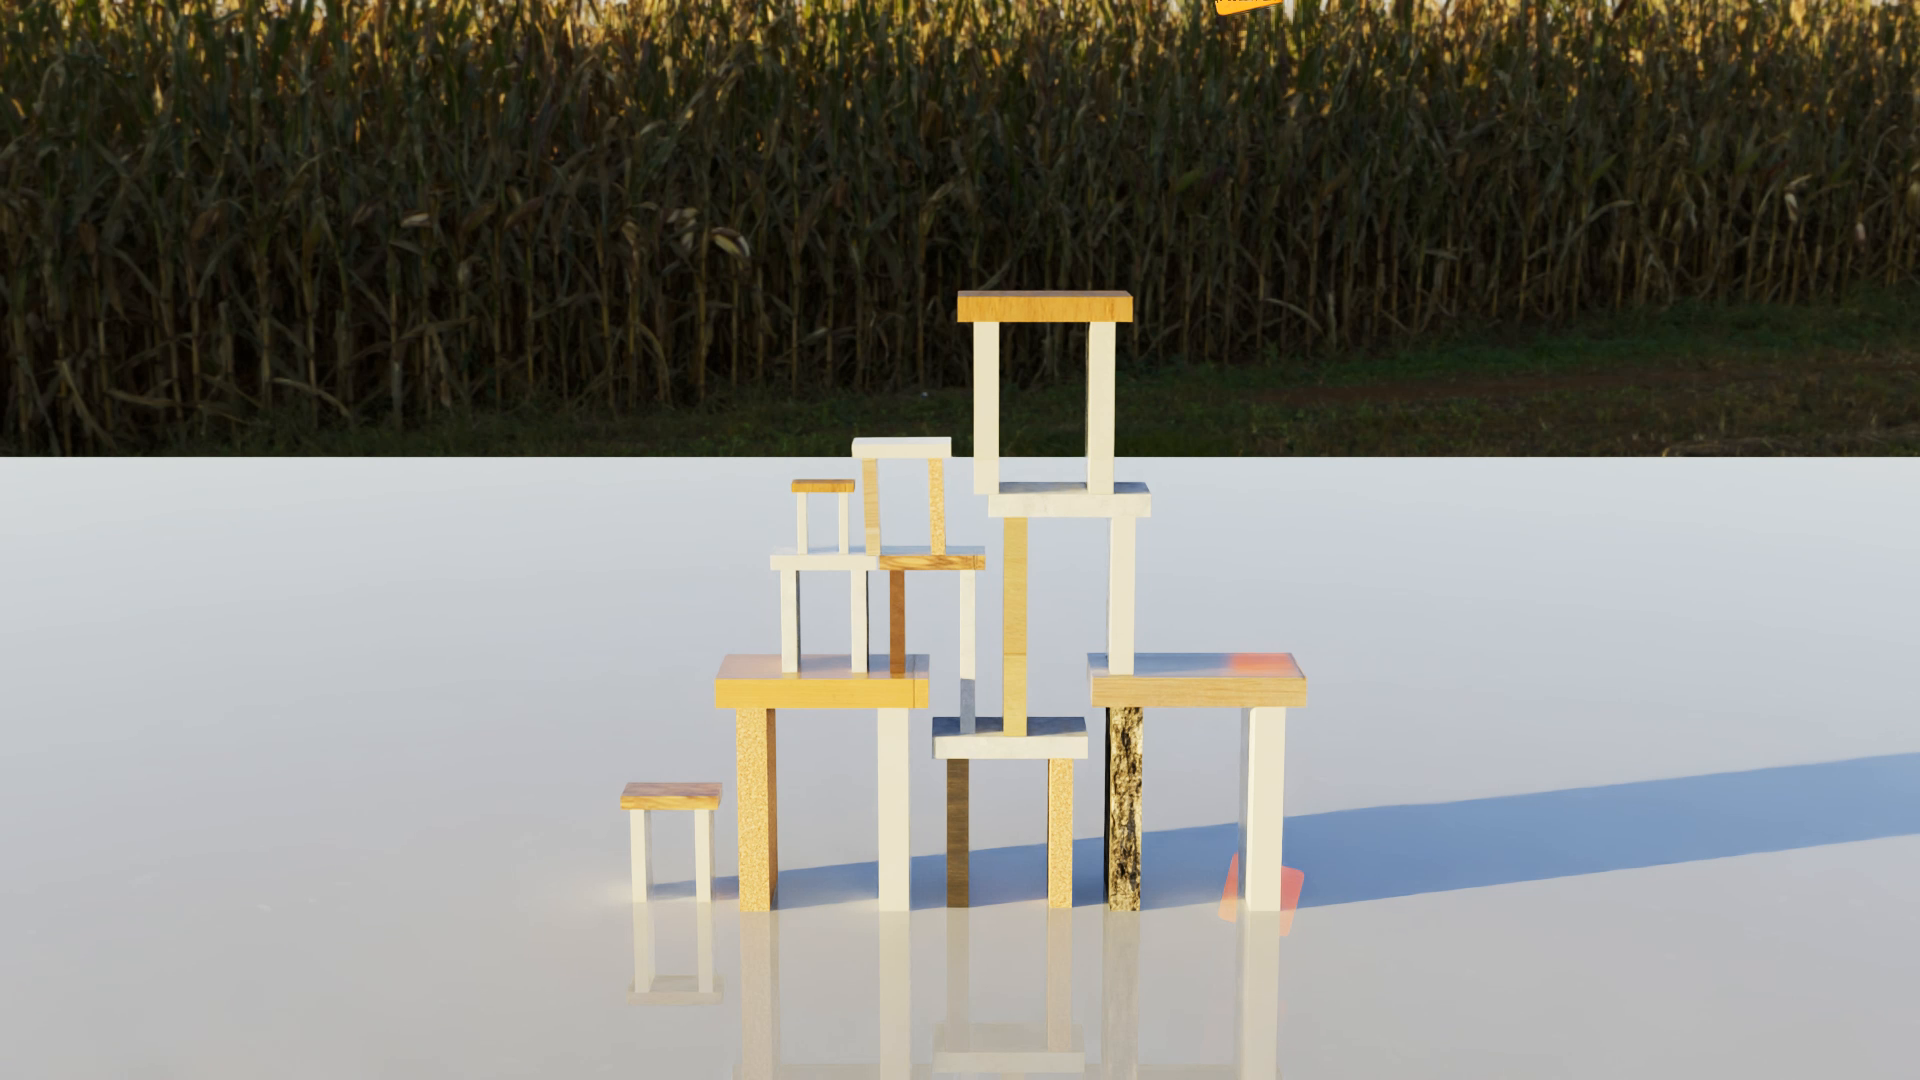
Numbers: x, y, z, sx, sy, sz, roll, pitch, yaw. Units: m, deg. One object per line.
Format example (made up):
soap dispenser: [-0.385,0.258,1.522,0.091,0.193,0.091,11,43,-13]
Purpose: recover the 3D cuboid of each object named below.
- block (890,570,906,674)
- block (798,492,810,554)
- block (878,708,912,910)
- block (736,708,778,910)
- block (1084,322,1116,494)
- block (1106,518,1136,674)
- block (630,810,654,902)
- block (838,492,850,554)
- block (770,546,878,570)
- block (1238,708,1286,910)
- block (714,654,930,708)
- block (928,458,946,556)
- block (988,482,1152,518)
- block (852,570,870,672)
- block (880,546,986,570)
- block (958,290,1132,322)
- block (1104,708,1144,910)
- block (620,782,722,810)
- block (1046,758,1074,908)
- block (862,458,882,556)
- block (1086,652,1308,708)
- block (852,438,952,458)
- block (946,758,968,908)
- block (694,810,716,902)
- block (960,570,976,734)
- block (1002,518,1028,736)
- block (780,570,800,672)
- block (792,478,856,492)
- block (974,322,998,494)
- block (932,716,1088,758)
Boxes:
block: [-0.101,0.124,3.579,0.024,0.170,0.085,0,11,0]
block: [-0.253,-0.031,3.550,0.014,0.100,0.050,0,11,0]
block: [-0.108,0.422,3.640,0.048,0.341,0.171,0,11,0]
block: [-0.335,0.422,3.640,0.048,0.341,0.171,0,11,0]
block: [0.224,-0.219,3.523,0.039,0.273,0.136,0,11,0]
block: [0.260,0.079,3.574,0.036,0.257,0.129,0,11,0]
block: [-0.529,0.512,3.654,0.022,0.158,0.079,0,11,0]
block: [-0.186,-0.031,3.550,0.014,0.100,0.050,0,11,0]
block: [-0.219,0.029,3.565,0.169,0.024,0.085,0,11,0]
block: [0.498,0.421,3.641,0.049,0.343,0.171,0,11,0]
block: [-0.221,0.230,3.604,0.341,0.048,0.171,0,11,0]
block: [-0.037,-0.060,3.544,0.022,0.157,0.078,-2,11,0]
block: [0.174,-0.066,3.547,0.257,0.036,0.129,0,11,0]
block: [-0.162,0.124,3.583,0.024,0.169,0.085,0,11,0]
block: [-0.044,0.029,3.561,0.170,0.024,0.085,0,11,0]
block: [0.133,-0.372,3.496,0.273,0.039,0.136,0,11,0]
block: [0.269,0.421,3.641,0.049,0.343,0.171,0,11,0]
block: [-0.476,0.423,3.638,0.158,0.022,0.079,0,11,0]
block: [0.165,0.466,3.642,0.036,0.253,0.126,0,11,0]
block: [-0.142,-0.060,3.544,0.022,0.157,0.078,-2,11,0]
block: [0.384,0.228,3.605,0.343,0.049,0.171,0,11,0]
block: [-0.092,-0.148,3.527,0.157,0.022,0.078,0,11,0]
block: [-0.004,0.466,3.642,0.036,0.253,0.126,0,11,0]
block: [-0.423,0.512,3.654,0.022,0.158,0.079,0,11,0]
block: [0.013,0.174,3.588,0.024,0.271,0.085,0,11,0]
block: [0.089,0.129,3.583,0.036,0.360,0.129,0,11,0]
block: [-0.275,0.124,3.583,0.024,0.169,0.085,0,11,0]
block: [-0.220,-0.087,3.540,0.100,0.014,0.050,0,11,0]
block: [0.042,-0.219,3.524,0.039,0.273,0.136,0,11,0]
block: [0.081,0.324,3.615,0.253,0.036,0.126,0,11,0]
